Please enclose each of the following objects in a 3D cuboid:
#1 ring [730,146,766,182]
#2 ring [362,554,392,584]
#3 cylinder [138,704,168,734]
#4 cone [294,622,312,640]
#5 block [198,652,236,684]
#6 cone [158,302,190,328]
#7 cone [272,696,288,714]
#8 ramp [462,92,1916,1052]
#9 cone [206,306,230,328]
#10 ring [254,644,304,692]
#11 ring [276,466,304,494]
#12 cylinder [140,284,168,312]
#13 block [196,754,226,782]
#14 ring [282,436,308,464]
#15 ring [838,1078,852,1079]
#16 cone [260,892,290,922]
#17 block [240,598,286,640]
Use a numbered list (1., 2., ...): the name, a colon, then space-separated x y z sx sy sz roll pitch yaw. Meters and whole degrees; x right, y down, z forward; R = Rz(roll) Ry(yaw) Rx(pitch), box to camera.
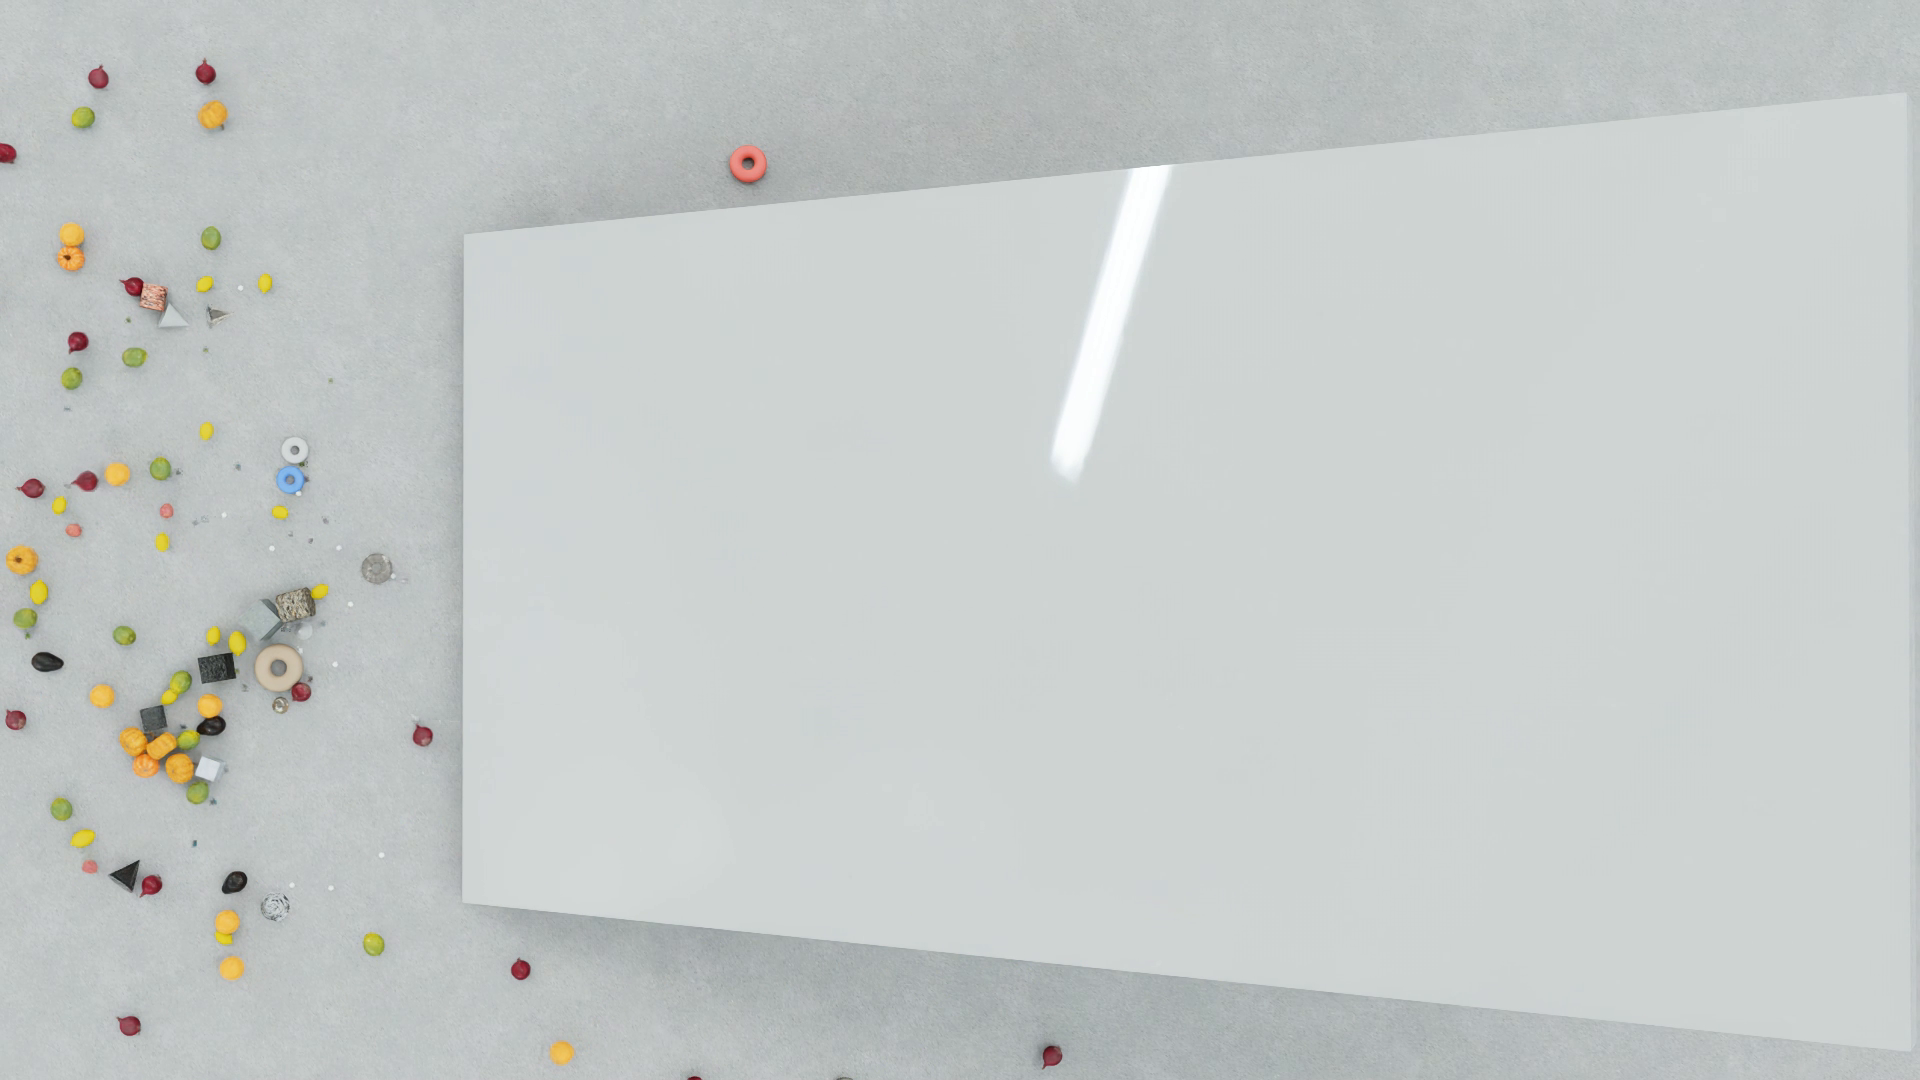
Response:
1. ring: -0.642 -1.140 6.663 0.114 0.038 0.114 0 88 0
2. ring: -1.764 0.087 6.654 0.095 0.032 0.095 0 91 0
3. cylinder: -2.432 0.538 6.631 0.069 0.069 0.069 -23 72 0
4. cone: -1.990 0.275 6.641 0.054 0.054 0.054 0 89 0
5. block: -2.239 0.386 6.627 0.079 0.079 0.079 -10 89 0
6. cone: -2.372 -0.666 6.658 0.082 0.082 0.082 23 89 -26
7. cone: -2.060 0.501 6.640 0.052 0.052 0.052 0 89 0
8. ramp: 0.270 0.075 5.626 4.000 0.100 2.000 0 89 30
9. cone: -2.240 -0.680 6.661 0.072 0.072 0.072 -12 89 -27
10. ring: -2.058 0.386 6.643 0.148 0.049 0.148 0 88 -1
11. ring: -2.027 -0.182 6.658 0.084 0.028 0.084 0 90 -1
12. cylinder: -2.435 -0.733 6.641 0.071 0.071 0.071 9 89 0
13. block: -2.260 0.688 6.634 0.059 0.059 0.059 20 89 0
14. ring: -2.014 -0.272 6.659 0.081 0.027 0.081 0 91 1
15. ring: -0.348 1.668 6.639 0.093 0.031 0.093 0 90 -1
16. cone: -2.072 1.110 6.614 0.091 0.091 0.091 0 89 0
17. block: -2.097 0.240 6.624 0.088 0.088 0.088 45 90 0
